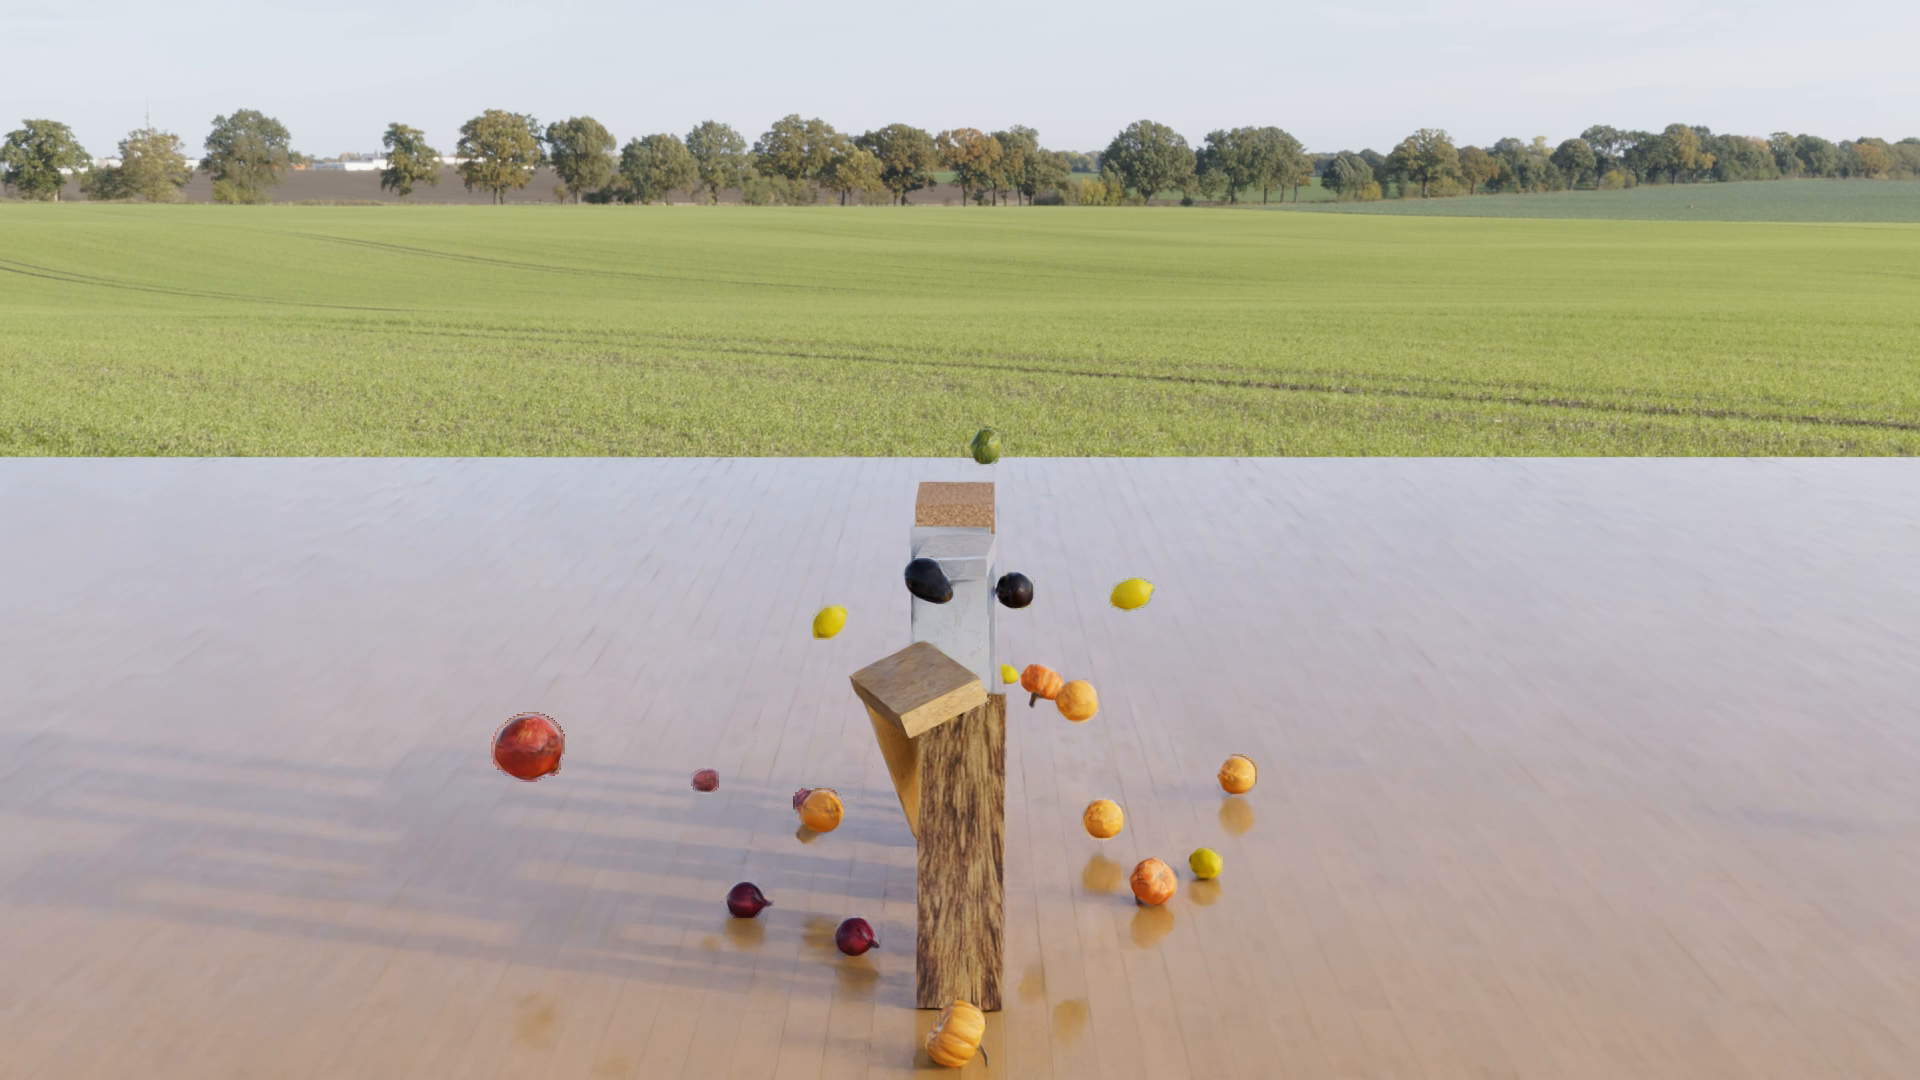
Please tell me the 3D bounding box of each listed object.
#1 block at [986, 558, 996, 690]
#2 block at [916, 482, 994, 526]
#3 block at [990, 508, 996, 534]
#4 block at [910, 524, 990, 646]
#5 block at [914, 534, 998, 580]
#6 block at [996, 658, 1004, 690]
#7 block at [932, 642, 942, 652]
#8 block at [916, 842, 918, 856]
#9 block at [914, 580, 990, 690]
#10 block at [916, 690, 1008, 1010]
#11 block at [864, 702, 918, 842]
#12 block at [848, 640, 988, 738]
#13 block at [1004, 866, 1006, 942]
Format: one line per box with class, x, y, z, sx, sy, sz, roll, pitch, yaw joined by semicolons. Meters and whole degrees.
block;0.002;0.144;3.634;0.113;0.227;0.032;1;12;5
block;-0.007;-0.063;3.814;0.133;0.038;0.266;0;10;1
block;-0.005;0.075;3.916;0.133;0.266;0.038;0;4;-3
block;-0.016;0.106;3.727;0.133;0.266;0.038;-1;8;-5
block;-0.005;0.026;3.550;0.113;0.032;0.227;-1;10;5
block;0.000;0.255;3.771;0.145;0.041;0.290;0;11;0
block;-0.069;0.191;3.372;0.073;0.021;0.147;-30;2;6
block;0.000;0.436;3.706;0.145;0.290;0.041;0;11;0
block;-0.011;0.184;3.500;0.113;0.260;0.032;-3;11;-2
block;0.002;0.447;3.178;0.124;0.459;0.035;1;4;5
block;-0.046;0.319;3.251;0.124;0.248;0.035;-23;27;-10
block;-0.062;0.209;3.115;0.124;0.035;0.247;-25;17;-14
block;0.006;0.499;3.441;0.130;0.261;0.037;0;11;1
